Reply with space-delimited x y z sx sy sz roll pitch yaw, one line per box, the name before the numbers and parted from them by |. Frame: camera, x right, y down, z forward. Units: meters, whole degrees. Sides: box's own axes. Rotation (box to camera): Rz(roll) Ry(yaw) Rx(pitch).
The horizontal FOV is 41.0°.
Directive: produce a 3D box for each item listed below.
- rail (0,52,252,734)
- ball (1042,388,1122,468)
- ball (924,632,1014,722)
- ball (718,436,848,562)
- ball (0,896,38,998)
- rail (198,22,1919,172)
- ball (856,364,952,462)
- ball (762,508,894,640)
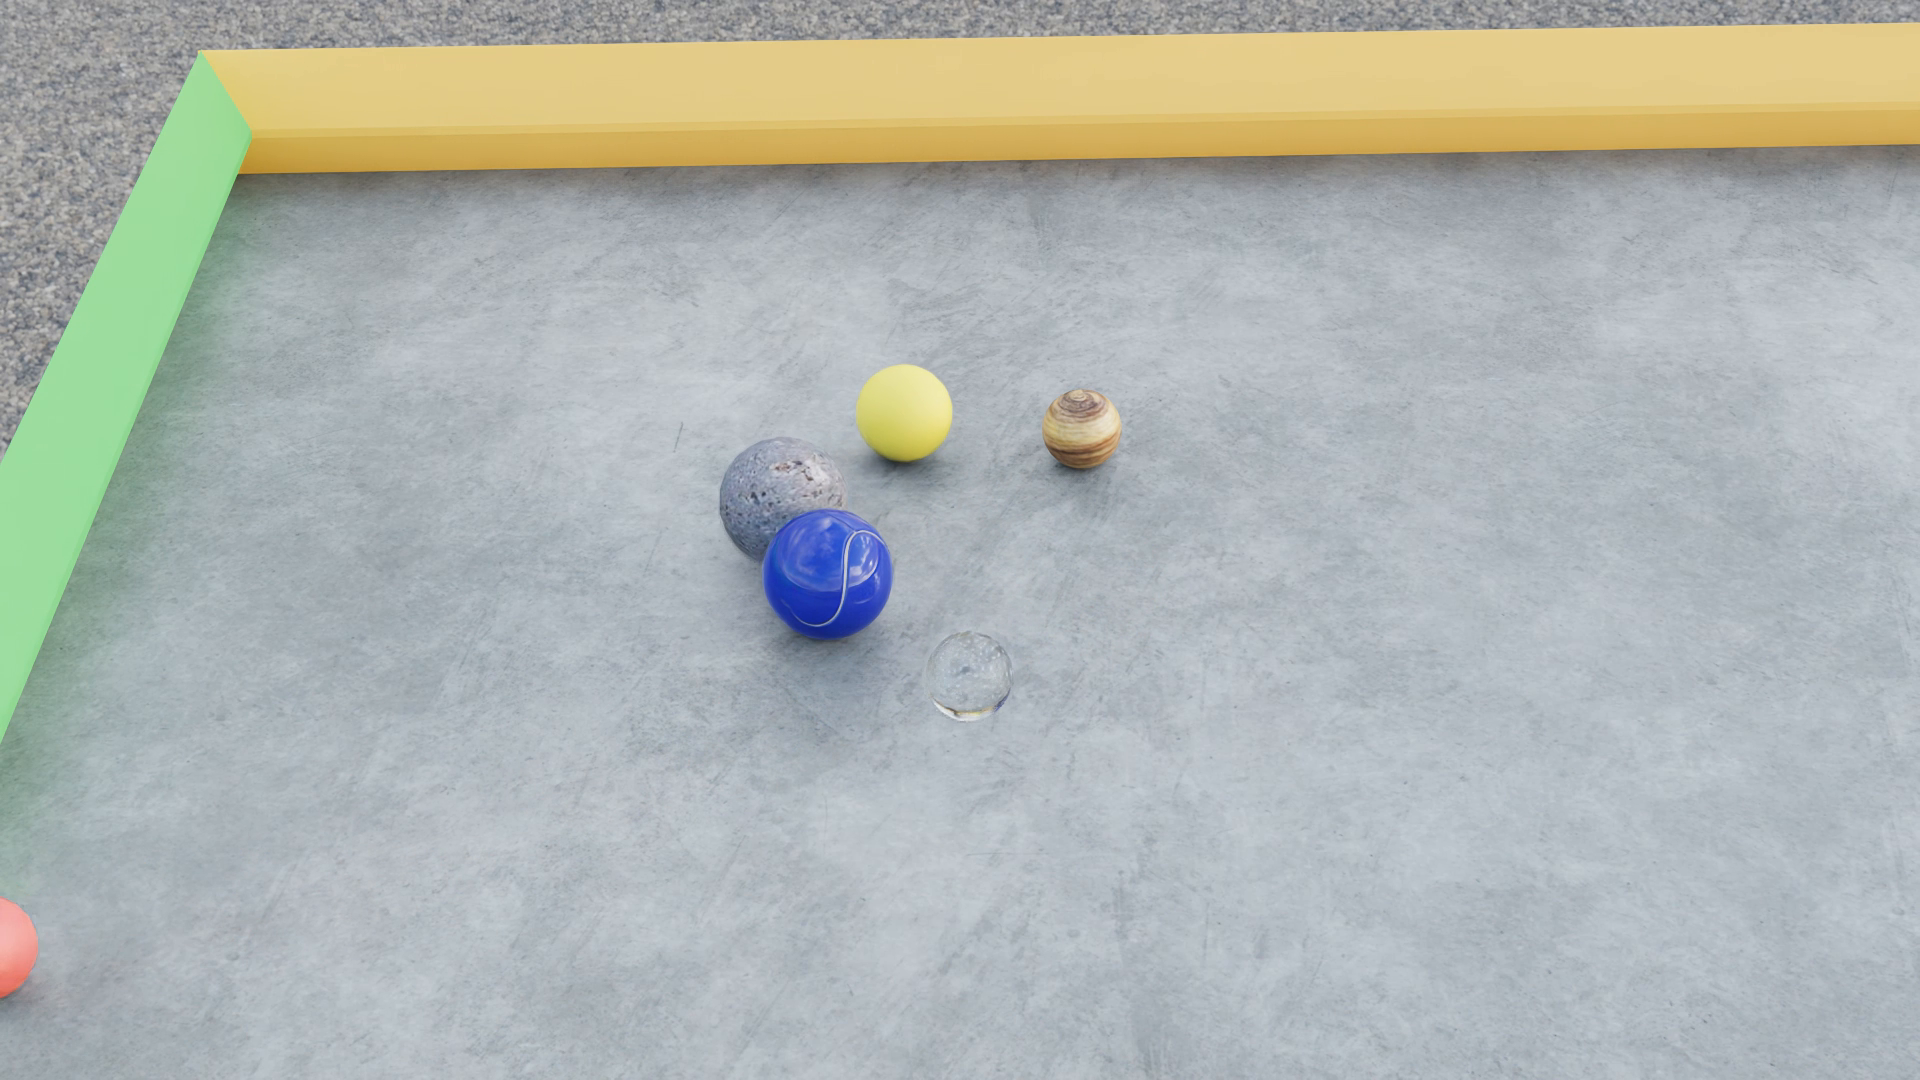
rail | -0.627 -0.005 1.773 0.045 0.120 1.325 -1 35 -2
ball | 0.092 -0.084 1.939 0.060 0.060 0.060 0 35 0
ball | 0.006 0.090 1.693 0.059 0.059 0.059 0 35 0
ball | -0.126 -0.027 1.831 0.092 0.092 0.092 0 35 0
ball | -0.566 0.236 1.483 0.063 0.063 0.063 0 35 0
rail | 0.626 -0.401 2.335 2.605 0.120 0.045 -1 35 -2
ball | -0.043 -0.096 1.944 0.074 0.074 0.074 0 35 0
ball | -0.091 0.023 1.761 0.090 0.090 0.090 0 35 0
